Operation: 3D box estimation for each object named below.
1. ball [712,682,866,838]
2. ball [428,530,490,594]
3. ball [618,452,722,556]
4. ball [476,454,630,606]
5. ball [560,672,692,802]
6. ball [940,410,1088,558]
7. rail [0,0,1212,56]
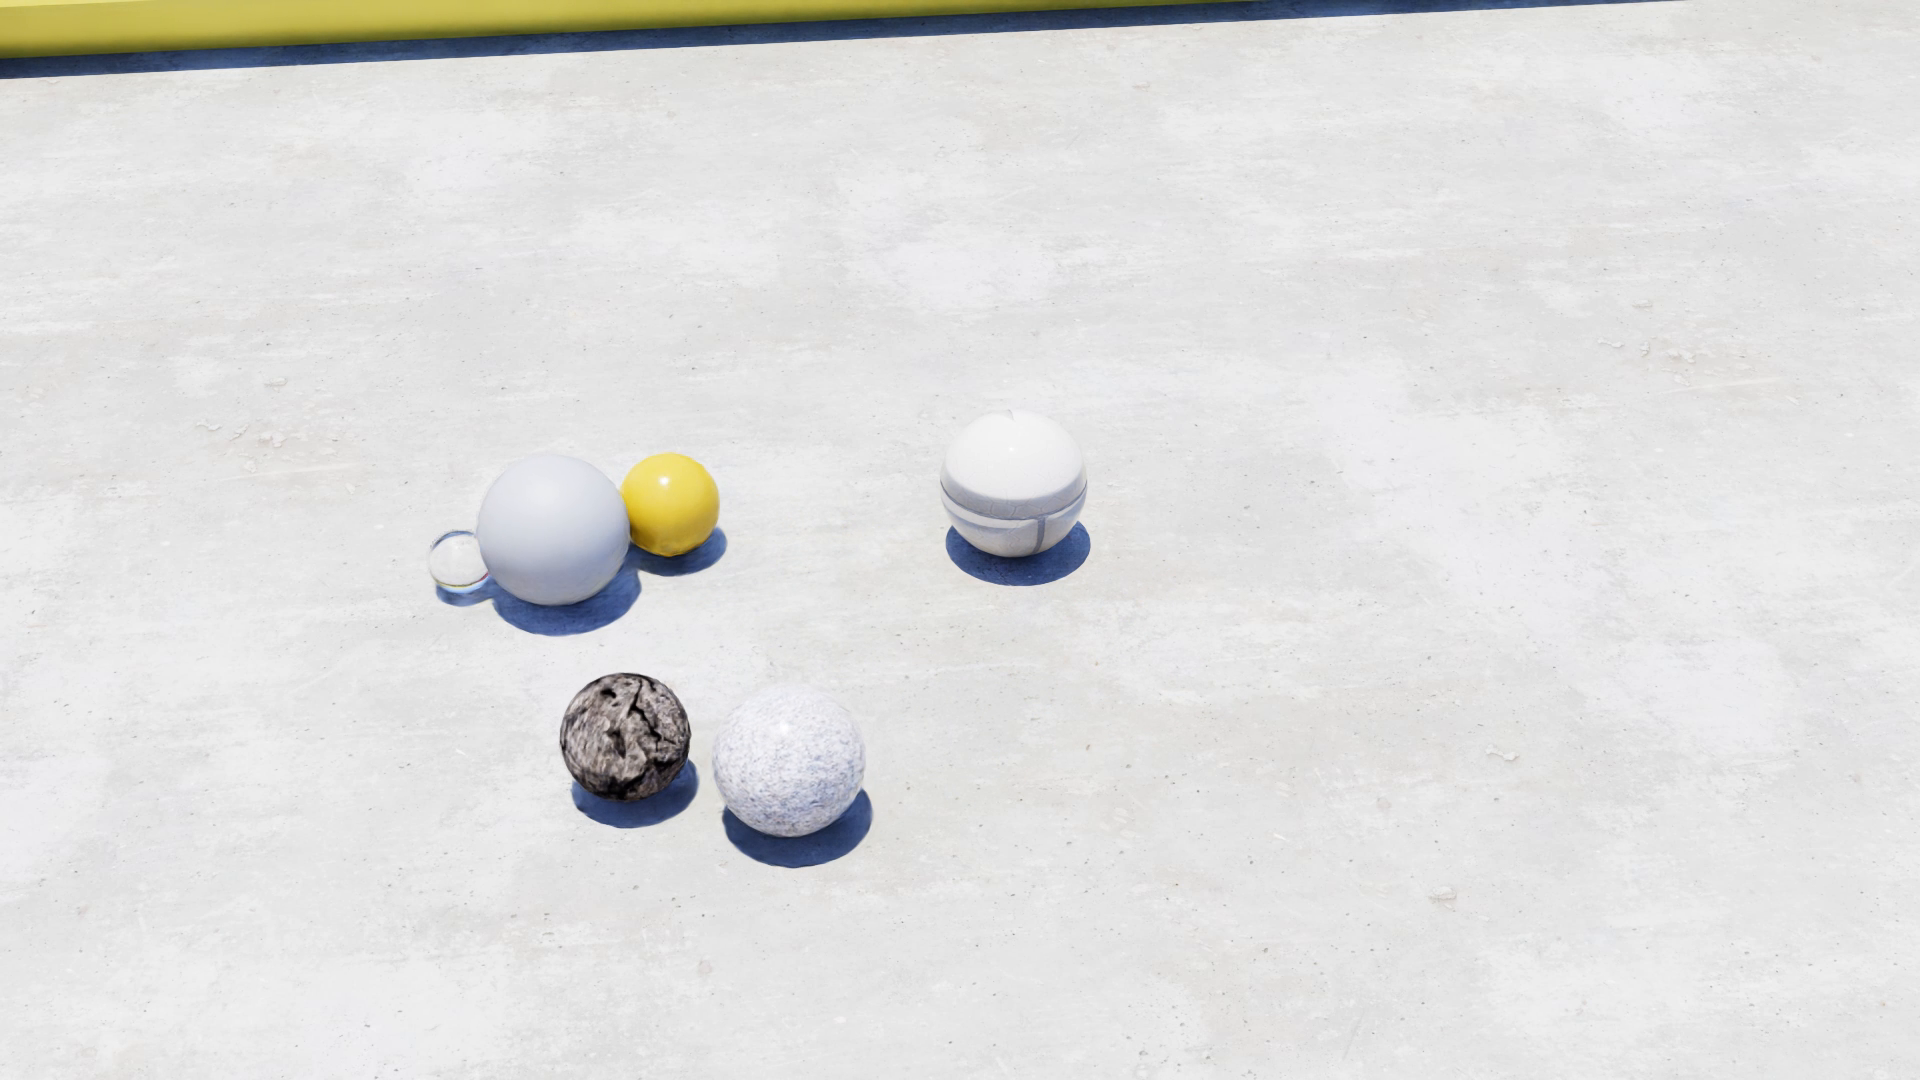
[{"bbox_3d":[-0.095,0.122,1.429,0.086,0.086,0.086,0,36,0],"label":"ball"},{"bbox_3d":[-0.315,0.014,1.617,0.040,0.040,0.040,0,36,0],"label":"ball"},{"bbox_3d":[-0.187,-0.023,1.645,0.067,0.067,0.067,0,36,0],"label":"ball"},{"bbox_3d":[-0.253,-0.006,1.598,0.095,0.095,0.095,0,36,0],"label":"ball"},{"bbox_3d":[-0.190,0.112,1.454,0.074,0.074,0.074,0,36,0],"label":"ball"},{"bbox_3d":[0.034,-0.036,1.639,0.095,0.095,0.095,0,36,0],"label":"ball"},{"bbox_3d":[0.729,-0.561,2.333,3.298,0.123,0.045,-4,36,-5],"label":"rail"}]
